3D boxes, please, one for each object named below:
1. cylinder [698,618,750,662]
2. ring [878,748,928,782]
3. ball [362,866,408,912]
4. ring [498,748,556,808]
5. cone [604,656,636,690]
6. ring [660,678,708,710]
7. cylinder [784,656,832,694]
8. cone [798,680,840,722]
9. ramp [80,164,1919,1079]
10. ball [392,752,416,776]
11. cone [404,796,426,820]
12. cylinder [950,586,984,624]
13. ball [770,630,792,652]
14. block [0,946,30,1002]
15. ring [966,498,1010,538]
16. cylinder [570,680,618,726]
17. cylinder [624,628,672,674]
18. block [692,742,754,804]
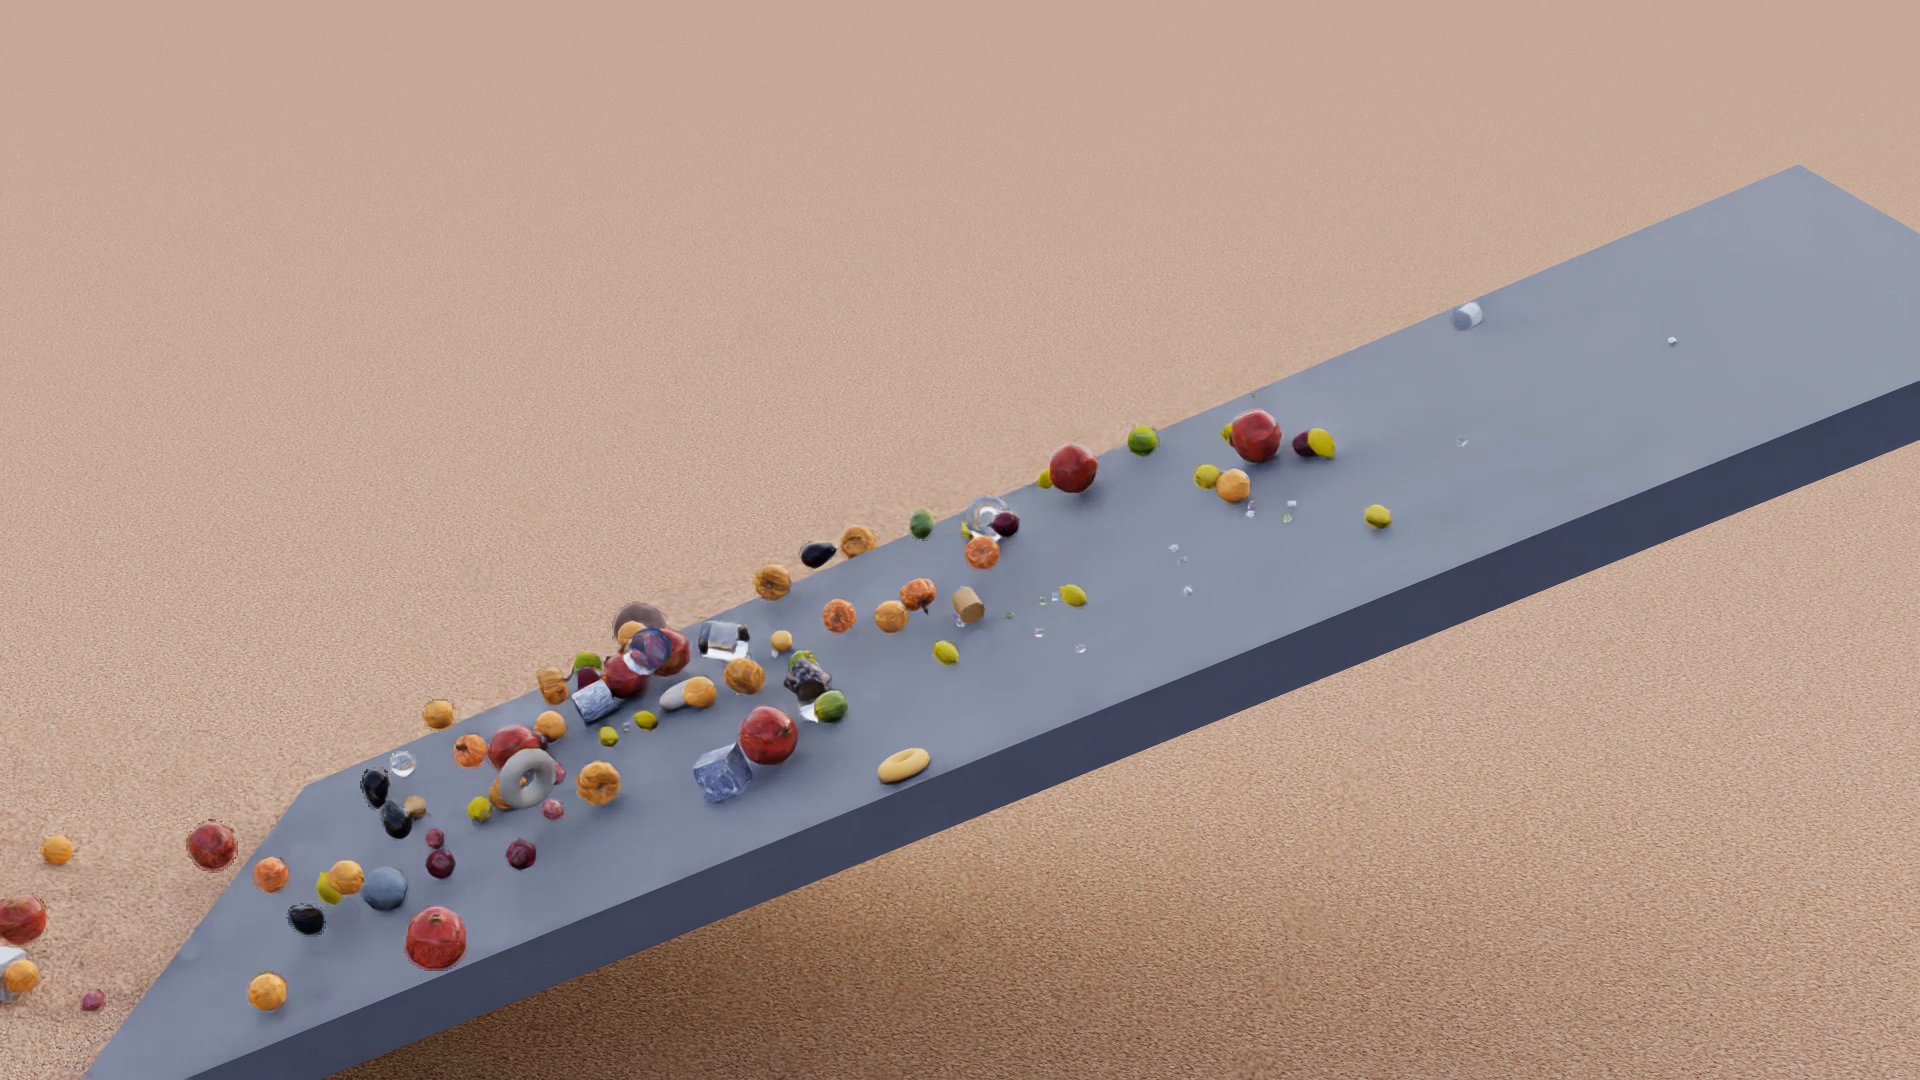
[{"bbox_3d":[-0.531,0.227,6.615,0.085,0.085,0.085,11,18,22],"label":"cylinder"},{"bbox_3d":[-0.104,0.415,5.416,0.101,0.034,0.101,-22,12,5],"label":"ring"},{"bbox_3d":[-1.182,0.717,6.044,0.091,0.091,0.091,0,15,0],"label":"ball"},{"bbox_3d":[-0.903,0.498,6.140,0.136,0.136,0.045,-13,27,-40],"label":"ring"},{"bbox_3d":[-0.812,0.321,7.099,0.083,0.083,0.083,0,14,-15],"label":"cone"},{"bbox_3d":[-0.622,0.348,6.634,0.118,0.039,0.118,-23,11,5],"label":"ring"},{"bbox_3d":[-0.319,0.294,6.141,0.073,0.073,0.073,33,21,6],"label":"cylinder"},{"bbox_3d":[-0.273,0.322,6.047,0.088,0.088,0.088,11,17,36],"label":"cone"},{"bbox_3d":[0.131,0.171,6.285,4.000,0.100,2.000,-23,13,8],"label":"ramp"},{"bbox_3d":[-1.351,0.544,7.136,0.059,0.059,0.059,0,15,0],"label":"ball"},{"bbox_3d":[-1.243,0.611,6.650,0.056,0.056,0.056,3,7,10],"label":"cone"},{"bbox_3d":[0.017,0.138,6.212,0.055,0.055,0.055,-7,41,-24],"label":"cylinder"},{"bbox_3d":[-0.406,0.230,6.686,0.051,0.051,0.051,0,15,0],"label":"ball"},{"bbox_3d":[-2.118,0.955,6.484,0.086,0.086,0.086,5,16,18],"label":"block"},{"bbox_3d":[0.066,-0.050,6.819,0.108,0.108,0.036,5,37,17],"label":"ring"},{"bbox_3d":[-0.851,0.378,6.837,0.082,0.082,0.082,-27,22,-13],"label":"cylinder"},{"bbox_3d":[-0.704,0.251,6.621,0.093,0.093,0.093,-5,-10,-17],"label":"cylinder"},{"bbox_3d":[-0.468,0.460,5.802,0.078,0.078,0.078,-20,13,18],"label":"block"}]
